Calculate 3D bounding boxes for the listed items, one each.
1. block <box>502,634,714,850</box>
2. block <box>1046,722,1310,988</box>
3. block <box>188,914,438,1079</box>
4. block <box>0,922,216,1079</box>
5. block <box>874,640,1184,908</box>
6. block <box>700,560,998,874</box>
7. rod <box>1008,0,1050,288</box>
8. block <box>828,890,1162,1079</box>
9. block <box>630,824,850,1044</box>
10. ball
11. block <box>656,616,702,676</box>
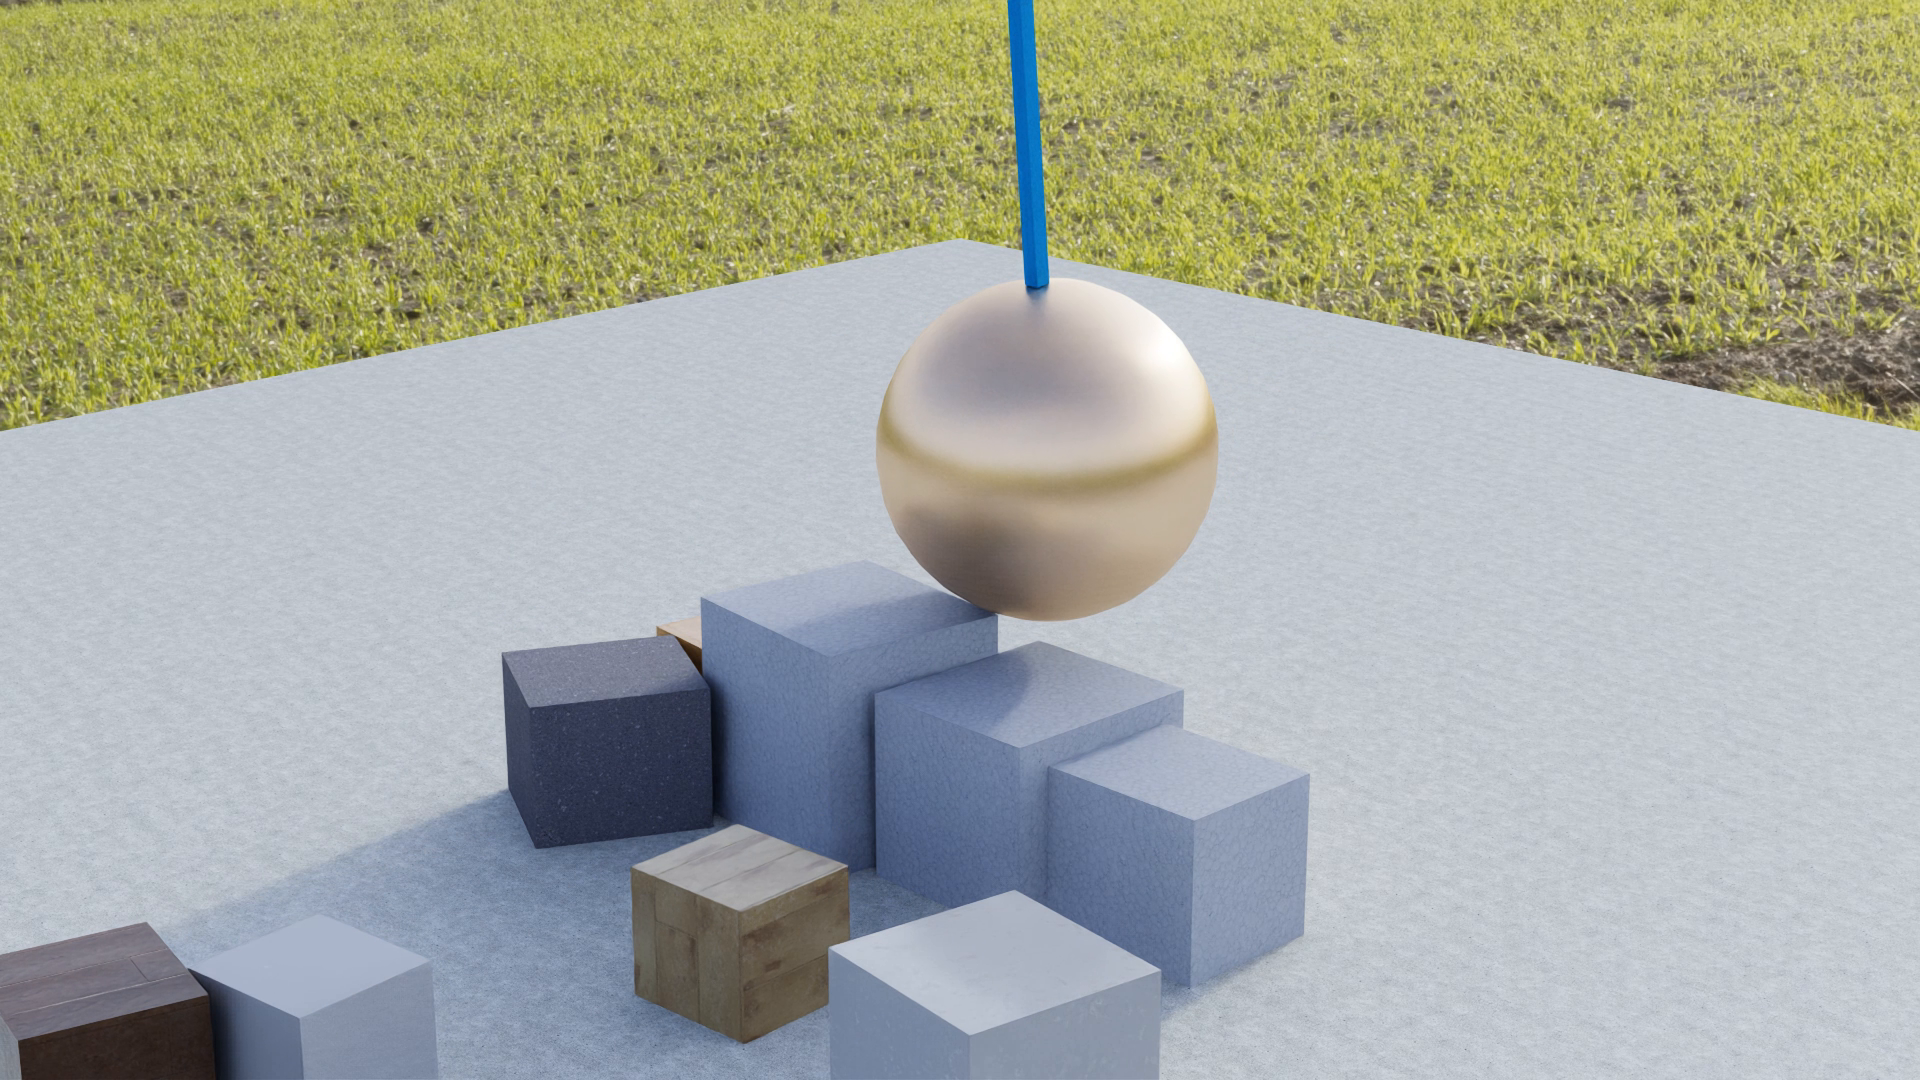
[{"bbox_3d":[-1.701,0.958,14.115,0.852,0.708,0.797,-5,18,-17],"label":"block"},{"bbox_3d":[0.944,1.354,12.768,0.749,0.761,0.843,-16,24,-42],"label":"block"},{"bbox_3d":[-2.458,1.911,11.183,0.665,0.648,0.626,14,22,37],"label":"block"},{"bbox_3d":[-3.261,1.951,11.027,0.696,0.665,0.749,-11,20,-30],"label":"block"},{"bbox_3d":[0.315,1.107,13.341,1.048,0.889,0.923,-16,24,-41],"label":"block"},{"bbox_3d":[-0.526,0.823,13.926,0.961,1.079,1.061,-13,22,-35],"label":"block"},{"bbox_3d":[0.176,-3.580,12.401,0.080,5.200,0.080,17,29,42],"label":"rod"},{"bbox_3d":[0.122,1.925,10.837,0.865,0.829,0.875,-12,21,-34],"label":"block"},{"bbox_3d":[-0.909,1.626,12.196,0.662,0.584,0.613,15,23,40],"label":"block"},{"bbox_3d":[0.406,-0.420,13.635,1.600,1.600,1.600,0,17,0],"label":"ball"},{"bbox_3d":[-1.028,0.778,14.689,0.729,0.708,0.649,-13,22,-35],"label":"block"}]
